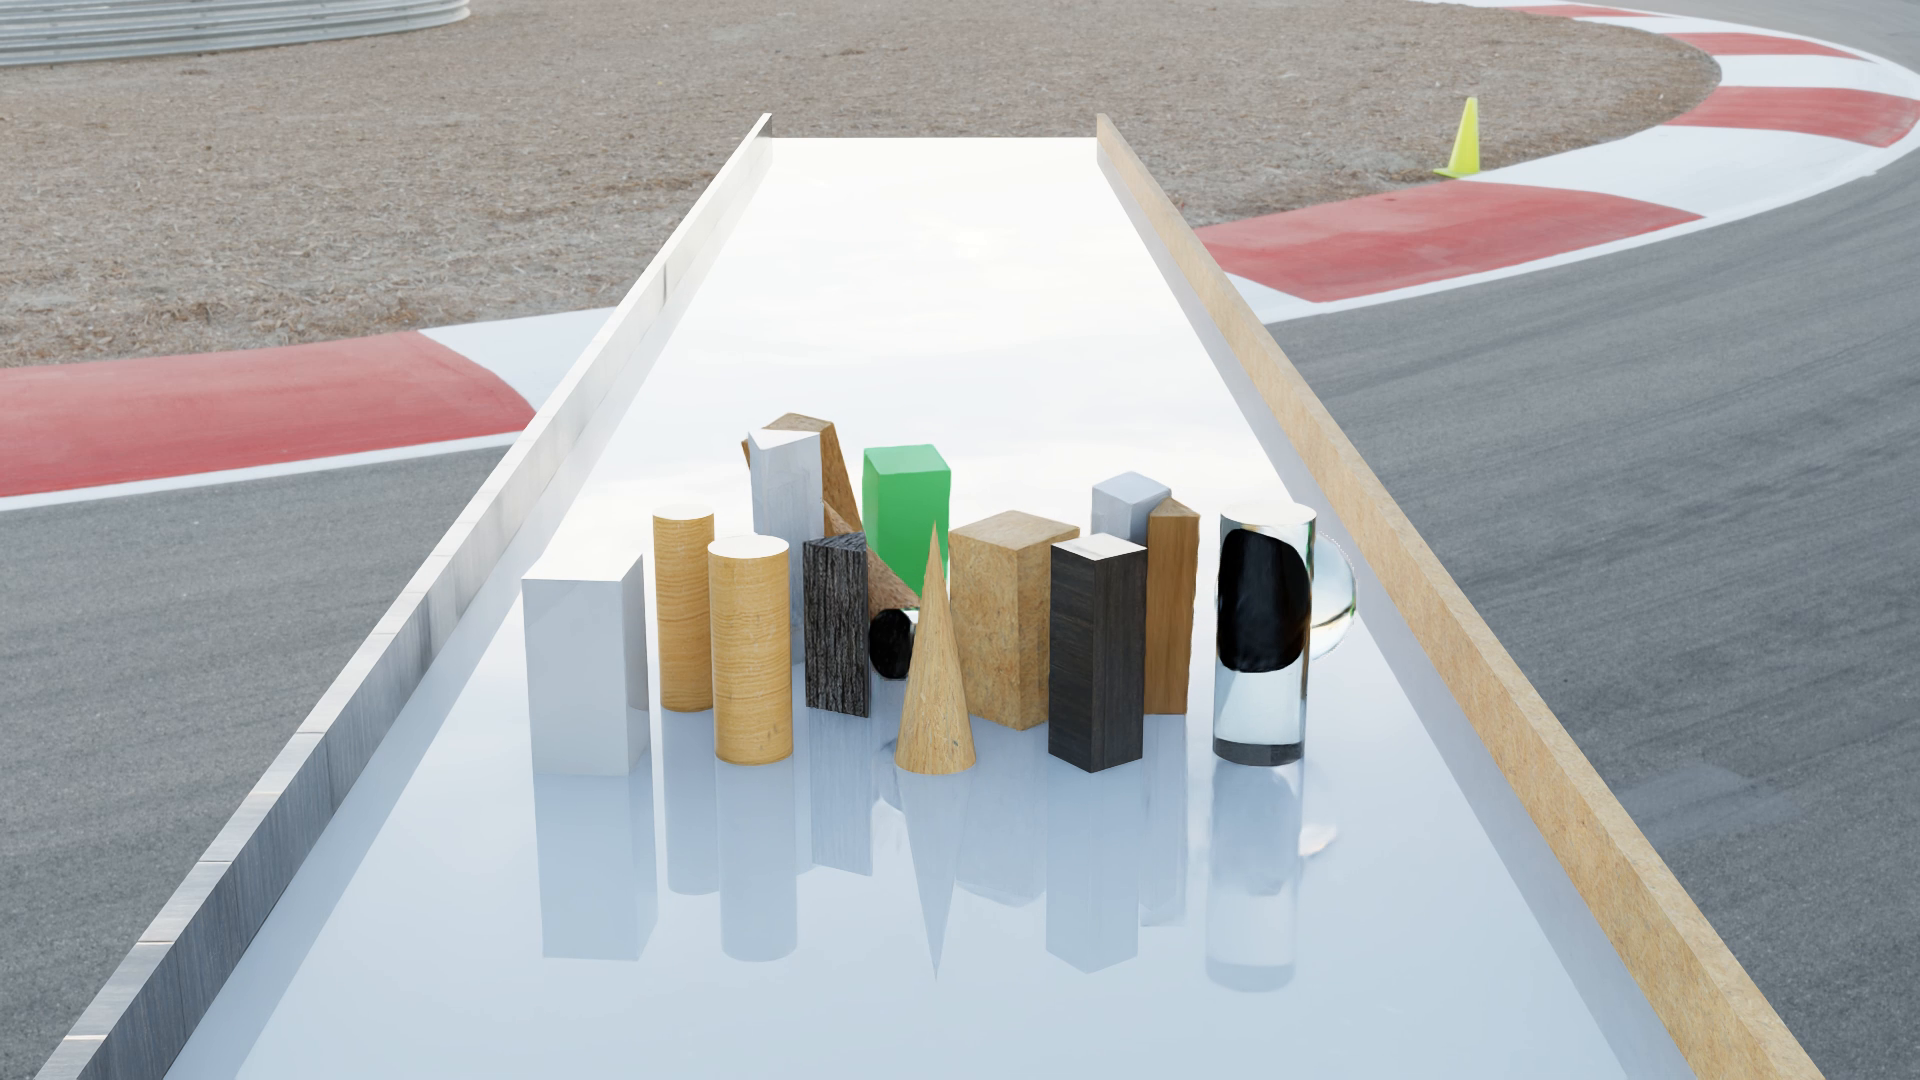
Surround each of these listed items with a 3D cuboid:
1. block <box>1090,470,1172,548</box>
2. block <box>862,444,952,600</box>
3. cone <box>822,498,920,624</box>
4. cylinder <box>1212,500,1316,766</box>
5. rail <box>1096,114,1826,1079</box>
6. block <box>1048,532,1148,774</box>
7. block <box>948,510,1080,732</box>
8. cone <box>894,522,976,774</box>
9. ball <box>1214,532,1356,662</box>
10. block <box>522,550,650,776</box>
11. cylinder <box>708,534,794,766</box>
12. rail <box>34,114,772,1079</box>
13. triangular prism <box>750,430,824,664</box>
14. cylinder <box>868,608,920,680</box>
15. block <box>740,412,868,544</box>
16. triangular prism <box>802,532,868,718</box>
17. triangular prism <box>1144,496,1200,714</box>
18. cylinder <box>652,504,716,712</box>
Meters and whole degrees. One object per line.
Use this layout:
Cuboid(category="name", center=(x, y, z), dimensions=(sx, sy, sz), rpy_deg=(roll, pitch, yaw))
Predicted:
Cuboid(category="block", center=(0.315, 0.093, 4.126), dimensions=(0.103, 0.429, 0.103), rpy_deg=(-22, 34, -35))
Cuboid(category="block", center=(-0.118, -0.020, 4.688), dimensions=(0.153, 0.329, 0.153), rpy_deg=(-5, 25, -15))
Cuboid(category="cone", center=(-0.173, 0.067, 4.264), dimensions=(0.145, 0.405, 0.145), rpy_deg=(-21, 34, 15))
Cuboid(category="cylinder", center=(0.537, 0.164, 3.897), dimensions=(0.166, 0.443, 0.166), rpy_deg=(0, 17, 0))
Cuboid(category="rail", center=(0.932, -0.844, 7.801), dimensions=(0.050, 0.150, 12.000), rpy_deg=(0, 17, -1))
Cuboid(category="block", center=(0.242, 0.198, 3.875), dimensions=(0.120, 0.391, 0.120), rpy_deg=(-12, 20, -35))
Cuboid(category="block", center=(0.106, 0.147, 4.099), dimensions=(0.173, 0.353, 0.173), rpy_deg=(16, 25, 43))
Cuboid(category="cone", center=(-0.044, 0.176, 3.853), dimensions=(0.147, 0.445, 0.147), rpy_deg=(0, 17, 0))
Cuboid(category="ball", center=(0.605, 0.103, 4.092), dimensions=(0.264, 0.264, 0.264), rpy_deg=(0, 17, 0))
Cuboid(category="block", center=(-0.656, 0.215, 3.878), dimensions=(0.172, 0.358, 0.172), rpy_deg=(1, 17, 5))
Cuboid(category="cylinder", center=(-0.370, 0.195, 3.898), dimensions=(0.141, 0.384, 0.141), rpy_deg=(0, 17, 0))
Cuboid(category="rail", center=(-1.118, -0.838, 7.780), dimensions=(0.050, 0.150, 12.000), rpy_deg=(0, 17, -1))
Cuboid(category="triangular prism", center=(-0.366, 0.011, 4.375), dimensions=(0.147, 0.457, 0.127), rpy_deg=(-19, 26, -42))
Cuboid(category="cylinder", center=(-0.009, 0.194, 4.219), dimensions=(0.133, 0.133, 0.343), rpy_deg=(16, 10, 42))
Cuboid(category="block", center=(-0.301, -0.032, 4.532), dimensions=(0.137, 0.435, 0.137), rpy_deg=(15, 40, 42))
Cuboid(category="triangular prism", center=(-0.207, 0.154, 4.142), dimensions=(0.133, 0.324, 0.116), rpy_deg=(8, 18, 25))
Cuboid(category="triangular prism", center=(0.381, 0.123, 4.075), dimensions=(0.094, 0.411, 0.081), rpy_deg=(0, 26, -3))
Cuboid(category="cylinder", center=(-0.514, 0.127, 4.136), dimensions=(0.114, 0.377, 0.114), rpy_deg=(0, 17, 0))
